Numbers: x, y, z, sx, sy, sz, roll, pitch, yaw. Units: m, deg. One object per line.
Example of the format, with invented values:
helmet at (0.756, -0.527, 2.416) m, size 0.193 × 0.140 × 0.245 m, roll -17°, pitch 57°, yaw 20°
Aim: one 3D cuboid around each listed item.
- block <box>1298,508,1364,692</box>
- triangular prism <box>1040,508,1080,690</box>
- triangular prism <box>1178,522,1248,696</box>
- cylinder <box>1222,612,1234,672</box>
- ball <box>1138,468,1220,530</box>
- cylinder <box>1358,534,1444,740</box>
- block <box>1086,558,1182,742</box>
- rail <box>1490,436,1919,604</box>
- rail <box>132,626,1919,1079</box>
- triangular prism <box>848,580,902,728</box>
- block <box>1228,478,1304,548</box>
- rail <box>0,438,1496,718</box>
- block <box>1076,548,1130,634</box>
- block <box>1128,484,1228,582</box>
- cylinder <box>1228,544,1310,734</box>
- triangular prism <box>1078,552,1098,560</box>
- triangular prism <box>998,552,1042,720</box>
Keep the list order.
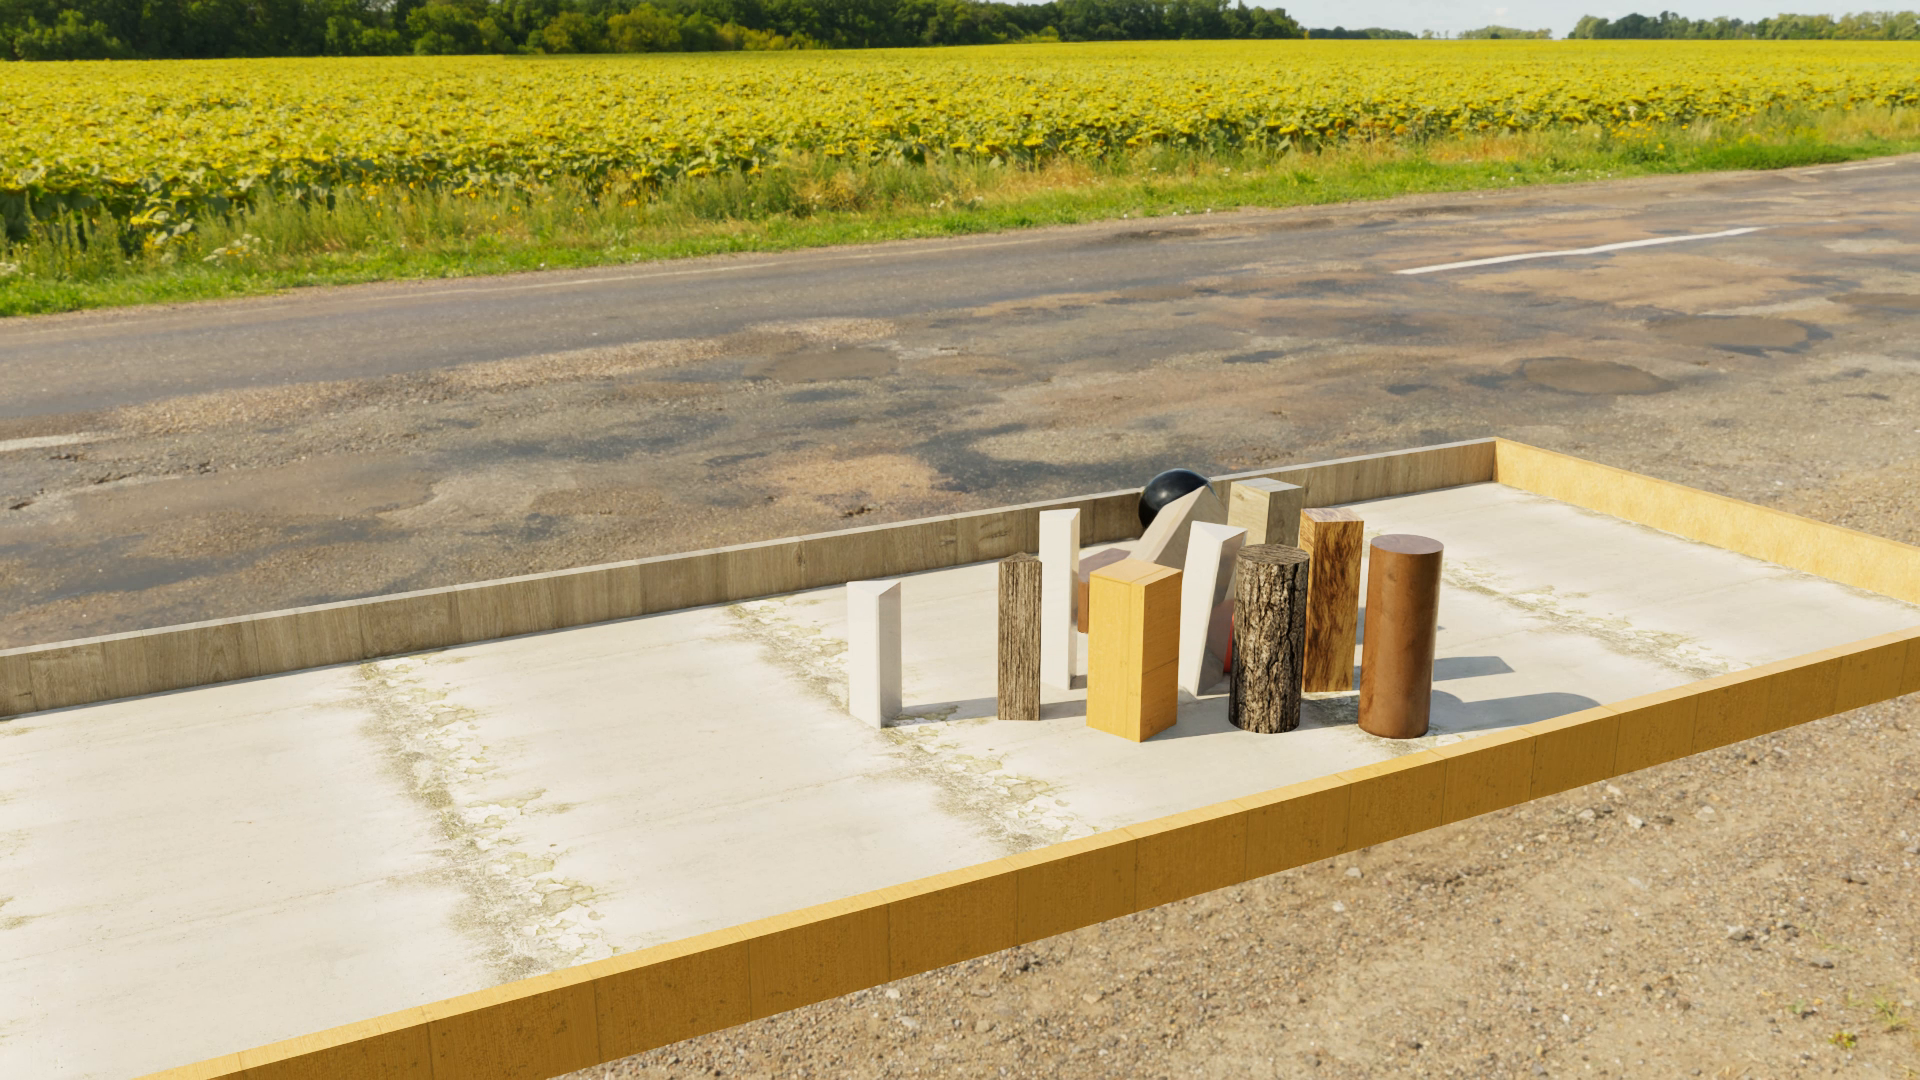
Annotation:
block at (0.906, 0.148, 4.073) m, size 0.120 × 0.438 × 0.120 m, roll -1°, pitch 16°, yaw -5°
triangular prism at (0.263, 0.143, 4.090) m, size 0.102 × 0.440 × 0.088 m, roll 15°, pitch 22°, yaw 42°
triangular prism at (0.591, 0.162, 4.057) m, size 0.115 × 0.410 × 0.133 m, roll 20°, pitch 25°, yaw 33°
cylinder at (0.639, 0.257, 4.204) m, size 0.354 × 0.156 × 0.156 m, roll 2°, pitch 17°, yaw 7°
ball at (0.695, -0.099, 5.236) m, size 0.256 × 0.256 × 0.256 m, roll 0°, pitch 16°, yaw 0°
cylinder at (1.015, 0.222, 3.808) m, size 0.162 × 0.446 × 0.162 m, roll 0°, pitch 16°, yaw 0°
block at (0.403, 0.253, 3.823) m, size 0.151 × 0.378 × 0.151 m, roll 14°, pitch 21°, yaw 39°
rail at (2.466, -0.048, 5.253) m, size 0.050 × 0.150 × 2.100 m, roll -9°, pitch 18°, yaw -27°
rail at (-2.336, 1.006, 1.665) m, size 12.000 × 0.150 × 0.050 m, roll -9°, pitch 18°, yaw -27°
triangular prism at (-0.183, 0.261, 3.884) m, size 0.107 × 0.328 × 0.123 m, roll -12°, pitch 20°, yaw -35°
block at (0.790, 0.066, 4.348) m, size 0.132 × 0.434 × 0.132 m, roll -8°, pitch 18°, yaw -38°
rail at (-3.305, 0.497, 3.399) m, size 12.000 × 0.150 × 0.050 m, roll -9°, pitch 18°, yaw -27°
block at (0.394, 0.139, 4.625) m, size 0.145 × 0.145 × 0.323 m, roll 13°, pitch 21°, yaw 37°
block at (0.601, 0.045, 4.604) m, size 0.163 × 0.163 × 0.434 m, roll -29°, pitch 14°, yaw 40°
cylinder at (0.719, 0.229, 3.846) m, size 0.166 × 0.411 × 0.166 m, roll 0°, pitch 16°, yaw 0°
triangular prism at (0.490, 0.090, 4.848) m, size 0.449 × 0.107 × 0.124 m, roll 2°, pitch 17°, yaw 8°
triangular prism at (0.141, 0.226, 3.889) m, size 0.099 × 0.392 × 0.085 m, roll 1°, pitch 16°, yaw 3°
